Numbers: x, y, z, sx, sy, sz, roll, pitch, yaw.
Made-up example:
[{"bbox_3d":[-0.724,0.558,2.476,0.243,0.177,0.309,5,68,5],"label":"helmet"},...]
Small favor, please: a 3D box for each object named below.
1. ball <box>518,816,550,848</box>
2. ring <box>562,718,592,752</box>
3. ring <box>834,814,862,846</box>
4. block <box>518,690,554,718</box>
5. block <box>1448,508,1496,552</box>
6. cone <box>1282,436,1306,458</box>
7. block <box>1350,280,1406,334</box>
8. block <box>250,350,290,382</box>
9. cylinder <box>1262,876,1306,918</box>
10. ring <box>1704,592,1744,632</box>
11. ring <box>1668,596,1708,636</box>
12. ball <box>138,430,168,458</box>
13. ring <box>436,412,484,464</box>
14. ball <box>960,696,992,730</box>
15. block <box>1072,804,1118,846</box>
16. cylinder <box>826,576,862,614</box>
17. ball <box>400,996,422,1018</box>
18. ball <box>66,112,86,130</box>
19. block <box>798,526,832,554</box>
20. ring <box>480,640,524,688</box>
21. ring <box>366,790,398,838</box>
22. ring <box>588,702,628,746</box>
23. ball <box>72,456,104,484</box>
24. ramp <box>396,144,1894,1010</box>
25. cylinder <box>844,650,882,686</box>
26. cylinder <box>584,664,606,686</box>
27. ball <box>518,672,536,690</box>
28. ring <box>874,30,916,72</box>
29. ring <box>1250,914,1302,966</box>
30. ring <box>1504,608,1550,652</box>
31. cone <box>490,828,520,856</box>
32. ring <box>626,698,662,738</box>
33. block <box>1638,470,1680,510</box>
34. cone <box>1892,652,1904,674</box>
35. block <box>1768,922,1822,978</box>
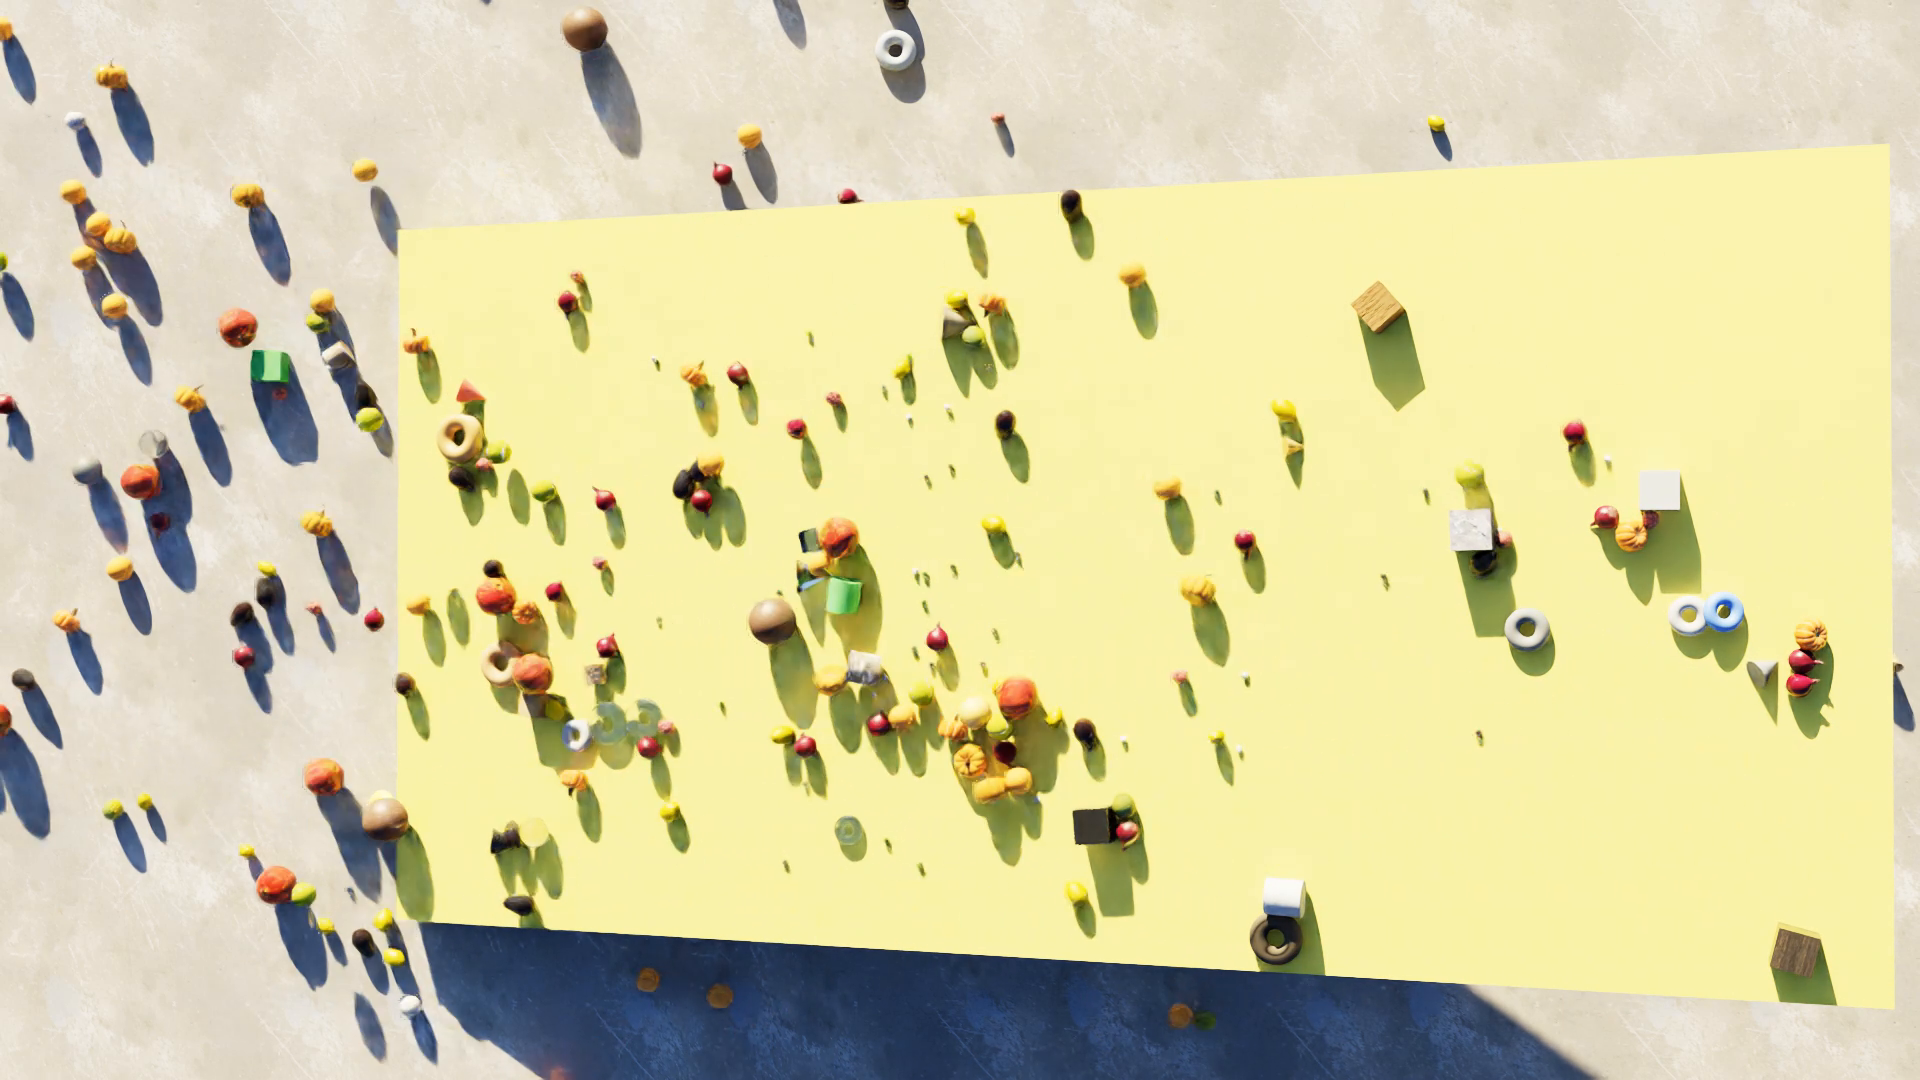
[{"bbox_3d":[-1.195,0.819,6.173,0.086,0.086,0.086,0,89,0],"label":"ball"},{"bbox_3d":[-1.074,0.549,6.166,0.094,0.031,0.094,0,90,20],"label":"ring"},{"bbox_3d":[-0.299,0.778,5.899,0.083,0.028,0.083,0,90,18],"label":"ring"},{"bbox_3d":[-1.195,0.463,6.189,0.068,0.068,0.068,8,92,19],"label":"block"},{"bbox_3d":[1.245,-0.024,5.344,0.098,0.098,0.098,-2,89,19],"label":"block"},{"bbox_3d":[0.842,-0.233,5.524,0.054,0.054,0.054,-1,89,-8],"label":"cone"},{"bbox_3d":[1.033,-0.574,5.429,0.090,0.090,0.090,-42,77,14],"label":"block"},{"bbox_3d":[-2.019,-0.508,6.440,0.084,0.084,0.084,4,89,0],"label":"block"},{"bbox_3d":[0.810,0.891,5.484,0.093,0.093,0.093,3,89,19],"label":"cylinder"},{"bbox_3d":[1.797,0.169,5.175,0.097,0.032,0.097,0,85,-3],"label":"ring"},{"bbox_3d":[1.728,0.181,5.211,0.098,0.033,0.098,0,90,18],"label":"ring"},{"bbox_3d":[-2.360,-0.281,6.437,0.083,0.083,0.083,0,89,0],"label":"ball"},{"bbox_3d":[-1.431,-0.293,6.290,0.150,0.050,0.150,-1,88,22],"label":"ring"},{"bbox_3d":[0.040,0.452,5.757,0.086,0.086,0.086,0,89,0],"label":"ball"},{"bbox_3d":[0.347,0.731,5.645,0.090,0.090,0.090,-5,87,19],"label":"block"},{"bbox_3d":[-0.309,0.149,5.876,0.086,0.086,0.086,8,98,0],"label":"cylinder"},{"bbox_3d":[-1.604,1.364,6.425,0.063,0.063,0.063,0,89,0],"label":"ball"},{"bbox_3d":[-2.599,-1.231,6.463,0.057,0.057,0.057,0,89,0],"label":"ball"},{"bbox_3d":[-0.391,0.001,5.922,0.061,0.061,0.061,-15,84,21],"label":"block"},{"bbox_3d":[-1.298,0.352,6.239,0.134,0.045,0.134,0,90,18],"label":"ring"},{"bbox_3d":[-1.686,0.799,6.412,0.046,0.138,0.138,8,89,-44],"label":"ring"},{"bbox_3d":[-0.982,0.511,6.130,0.124,0.041,0.124,0,91,19],"label":"ring"},{"bbox_3d":[-2.553,-0.204,6.435,0.086,0.086,0.086,0,89,0],"label":"ball"},{"bbox_3d":[0.278,0.091,5.778,4.000,0.100,2.000,0,89,19],"label":"ramp"},{"bbox_3d":[-0.257,0.341,5.846,0.084,0.084,0.084,11,89,-6],"label":"cylinder"},{"bbox_3d":[-1.018,0.376,6.136,0.056,0.056,0.056,-5,87,0],"label":"cylinder"},{"bbox_3d":[-1.224,0.399,6.209,0.051,0.051,0.051,0,89,0],"label":"ball"},{"bbox_3d":[-0.190,-1.440,6.475,0.122,0.041,0.122,0,90,0],"label":"ring"},{"bbox_3d":[0.792,0.998,5.514,0.135,0.045,0.135,-1,88,19],"label":"ring"},{"bbox_3d":[1.375,0.217,5.329,0.109,0.036,0.109,0,91,19],"label":"ring"},{"bbox_3d":[-1.286,0.861,6.231,0.081,0.081,0.081,8,89,-8],"label":"cone"},{"bbox_3d":[-0.875,0.493,6.095,0.111,0.037,0.111,0,90,17],"label":"ring"},{"bbox_3d":[1.657,-0.117,5.207,0.092,0.092,0.092,0,89,19],"label":"block"},{"bbox_3d":[2.717,0.338,6.451,0.085,0.085,0.085,5,62,0],"label":"cone"},{"bbox_3d":[1.935,0.950,5.097,0.093,0.093,0.093,14,94,19],"label":"block"}]
